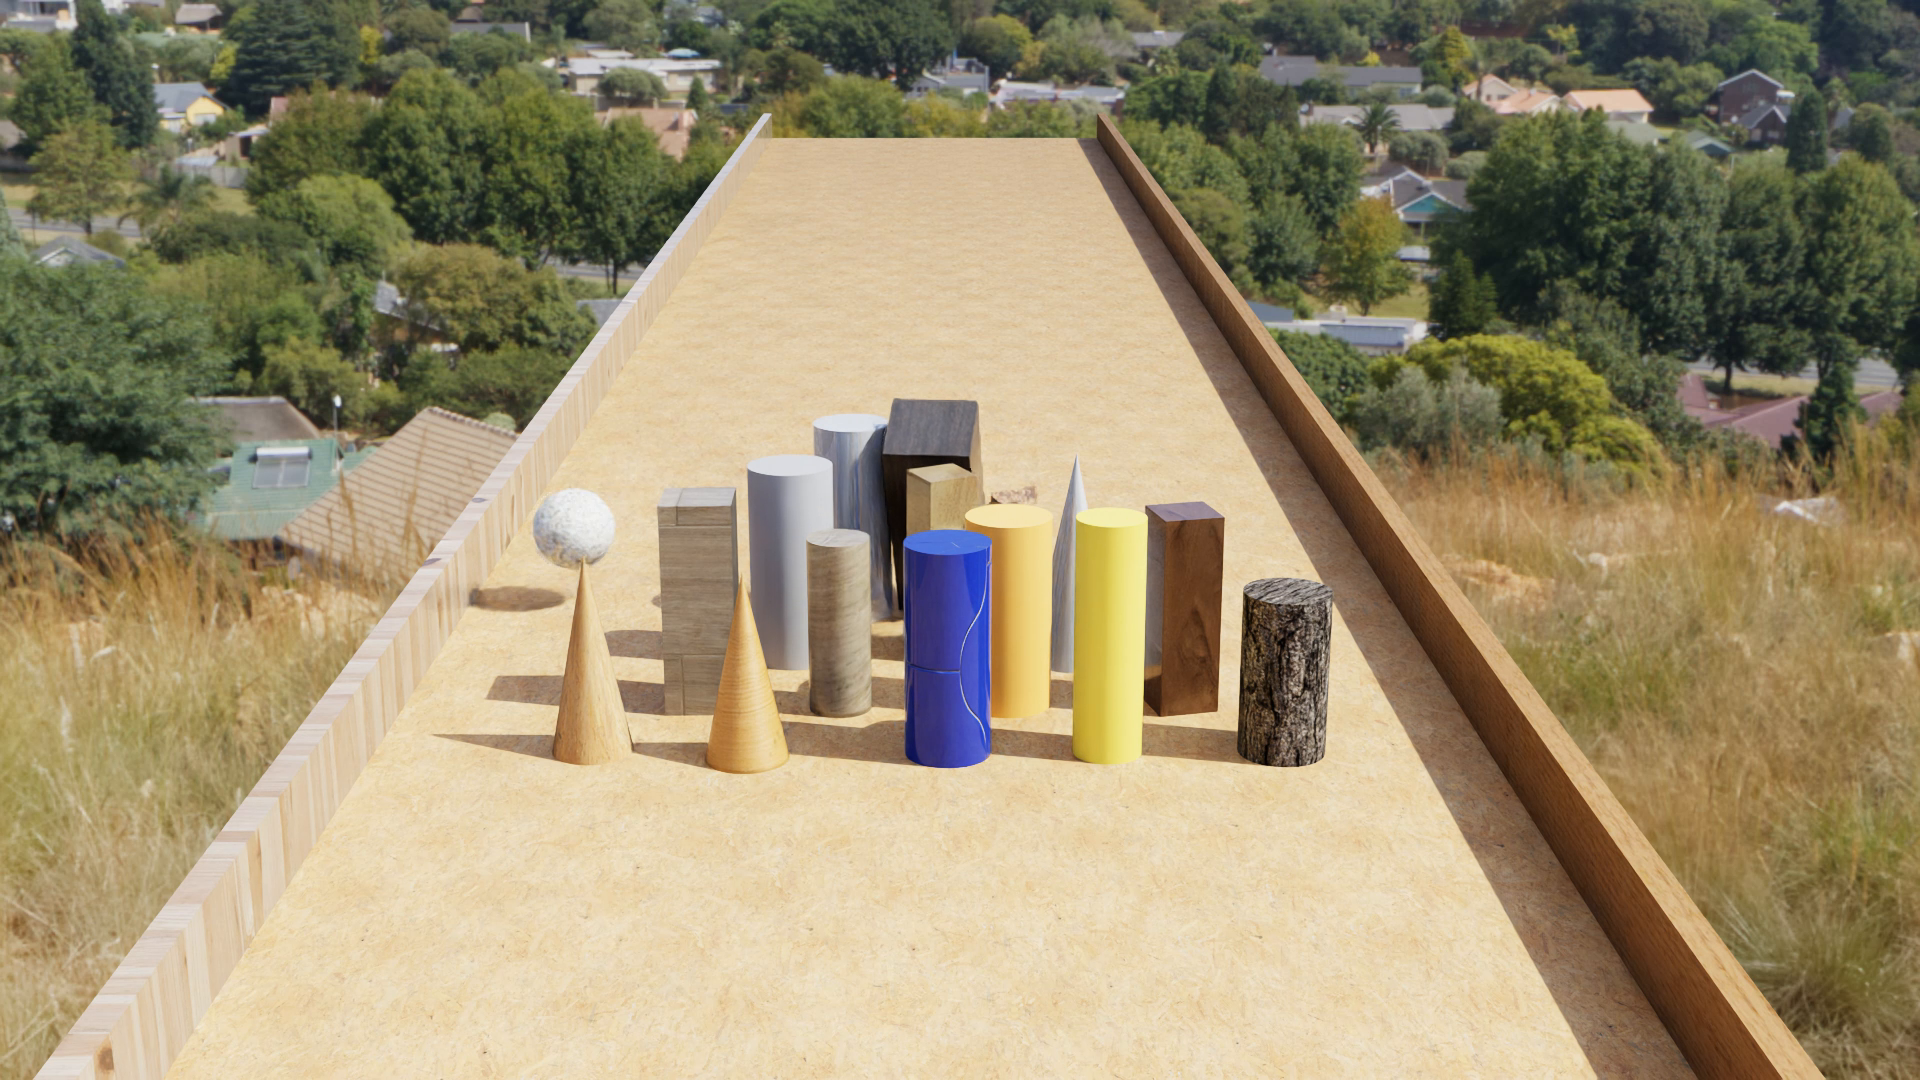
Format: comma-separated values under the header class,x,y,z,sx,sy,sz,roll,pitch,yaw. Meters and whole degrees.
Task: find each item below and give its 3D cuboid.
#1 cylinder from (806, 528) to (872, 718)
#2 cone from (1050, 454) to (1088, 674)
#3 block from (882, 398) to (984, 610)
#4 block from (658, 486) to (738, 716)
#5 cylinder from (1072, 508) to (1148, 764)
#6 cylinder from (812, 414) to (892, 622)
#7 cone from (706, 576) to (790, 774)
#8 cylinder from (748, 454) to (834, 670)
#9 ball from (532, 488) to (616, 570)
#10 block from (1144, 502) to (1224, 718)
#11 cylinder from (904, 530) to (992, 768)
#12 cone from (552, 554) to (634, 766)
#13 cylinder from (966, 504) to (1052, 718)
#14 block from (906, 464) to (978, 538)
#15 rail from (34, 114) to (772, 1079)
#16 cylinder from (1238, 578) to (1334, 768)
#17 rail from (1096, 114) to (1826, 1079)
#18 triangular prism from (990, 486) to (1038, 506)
class,x,y,z,sx,sy,sz,roll,pitch,yaw
cylinder,-0.225,0.156,4.115,0.118,0.335,0.118,0,17,0
cone,0.229,0.033,4.366,0.180,0.427,0.180,0,17,0
block,-0.047,-0.068,4.621,0.176,0.442,0.176,1,43,7
block,-0.486,0.115,4.126,0.133,0.407,0.133,0,17,-1
cylinder,0.264,0.170,3.888,0.125,0.437,0.125,0,17,0
cylinder,-0.226,-0.045,4.647,0.164,0.417,0.164,0,17,0
cone,-0.379,0.222,3.871,0.151,0.348,0.151,0,17,0
cylinder,-0.335,0.044,4.380,0.168,0.399,0.168,0,17,0
ball,-0.827,-0.024,4.709,0.174,0.174,0.174,0,17,0
block,0.416,0.129,4.125,0.115,0.381,0.115,-4,17,-14
cylinder,-0.022,0.192,3.892,0.155,0.393,0.155,0,17,0
cone,-0.660,0.200,3.904,0.145,0.370,0.145,0,17,0
cylinder,0.091,0.132,4.132,0.163,0.370,0.163,0,17,0
block,-0.036,0.046,4.404,0.104,0.377,0.104,-9,20,-27
rail,-1.118,-0.838,7.780,0.050,0.150,12.000,0,17,-1
cylinder,0.577,0.234,3.910,0.157,0.302,0.157,0,17,0
rail,0.932,-0.844,7.801,0.050,0.150,12.000,0,17,-1
triangular prism,0.111,0.027,4.466,0.083,0.388,0.096,-38,66,-26
